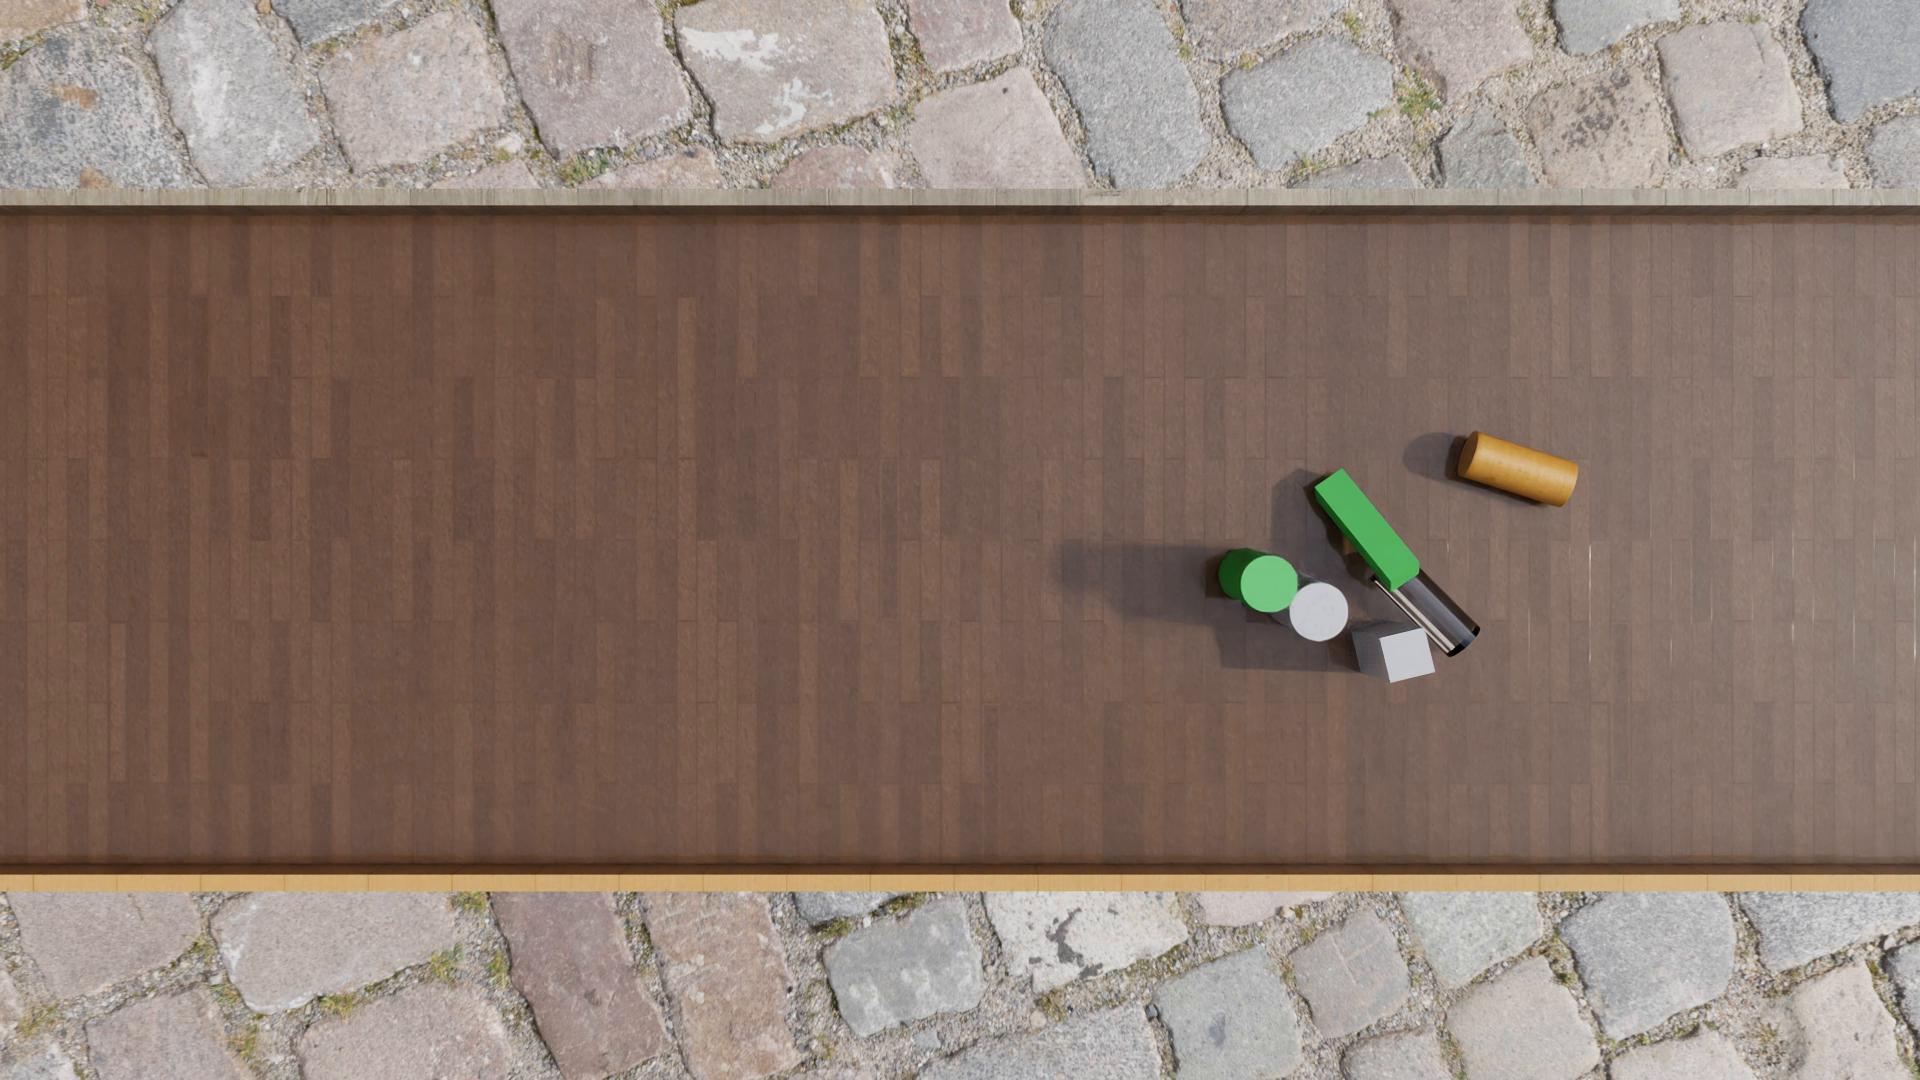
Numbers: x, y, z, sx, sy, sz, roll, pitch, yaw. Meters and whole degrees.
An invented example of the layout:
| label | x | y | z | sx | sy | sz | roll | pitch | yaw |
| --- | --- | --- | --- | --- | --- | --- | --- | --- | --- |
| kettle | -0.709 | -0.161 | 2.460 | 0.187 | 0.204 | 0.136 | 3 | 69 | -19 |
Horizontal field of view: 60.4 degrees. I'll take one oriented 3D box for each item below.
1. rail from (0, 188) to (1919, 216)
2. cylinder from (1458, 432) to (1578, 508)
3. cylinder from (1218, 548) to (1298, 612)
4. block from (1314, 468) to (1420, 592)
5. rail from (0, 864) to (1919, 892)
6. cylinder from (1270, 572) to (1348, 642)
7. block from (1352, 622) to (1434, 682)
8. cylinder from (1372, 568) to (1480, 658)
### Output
| label | x | y | z | sx | sy | sz | roll | pitch | yaw |
| --- | --- | --- | --- | --- | --- | --- | --- | --- | --- |
| rail | -2.247 | -1.025 | 5.002 | 12.000 | 0.150 | 0.050 | 0 | 90 | 0 |
| cylinder | 1.691 | -0.215 | 5.004 | 0.314 | 0.144 | 0.144 | 17 | 90 | 0 |
| cylinder | 0.874 | 0.115 | 4.858 | 0.162 | 0.430 | 0.162 | 0 | 93 | 1 |
| block | 1.220 | -0.030 | 4.952 | 0.101 | 0.101 | 0.374 | -34 | 65 | 0 |
| rail | -2.247 | 1.025 | 5.001 | 12.000 | 0.150 | 0.050 | 0 | 90 | 0 |
| cylinder | 1.020 | 0.192 | 4.871 | 0.166 | 0.401 | 0.166 | 0 | 93 | 1 |
| block | 1.283 | 0.330 | 4.903 | 0.132 | 0.347 | 0.132 | -14 | 90 | 0 |
| cylinder | 1.415 | 0.195 | 5.011 | 0.325 | 0.131 | 0.131 | 45 | 90 | 0 |
